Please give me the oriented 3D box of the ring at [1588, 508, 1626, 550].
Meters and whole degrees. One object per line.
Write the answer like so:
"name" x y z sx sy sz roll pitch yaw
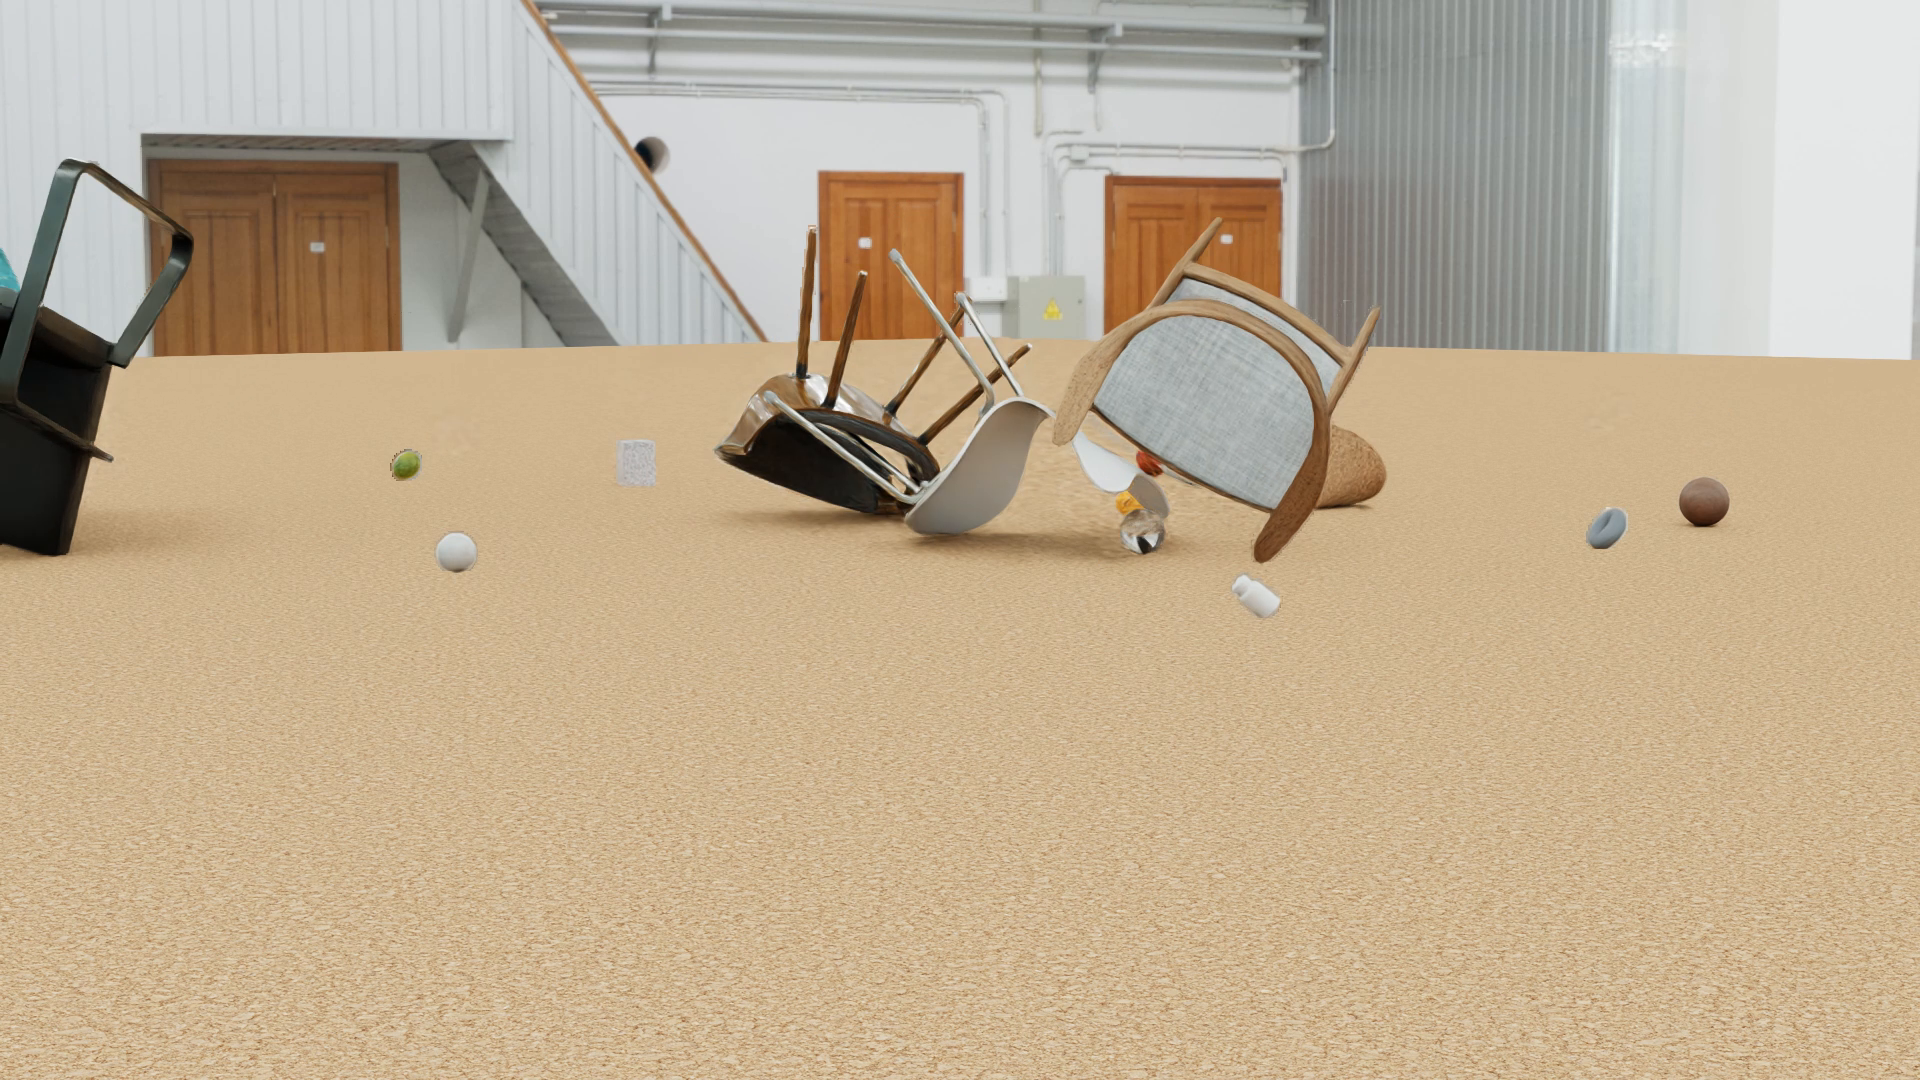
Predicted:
"ring" 1.575 -0.028 6.242 0.039 0.108 0.264 44 17 0

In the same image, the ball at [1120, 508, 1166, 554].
"ball" 0.432 -0.020 6.080 0.109 0.109 0.109 0 6 0

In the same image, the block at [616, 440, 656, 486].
"block" -1.024 -0.243 8.099 0.099 0.138 0.126 -2 6 -18

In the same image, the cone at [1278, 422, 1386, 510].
"cone" 1.024 -0.152 7.297 0.325 0.308 0.196 12 49 22

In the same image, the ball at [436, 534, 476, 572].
"ball" -1.120 0.028 5.707 0.088 0.088 0.088 0 6 0
